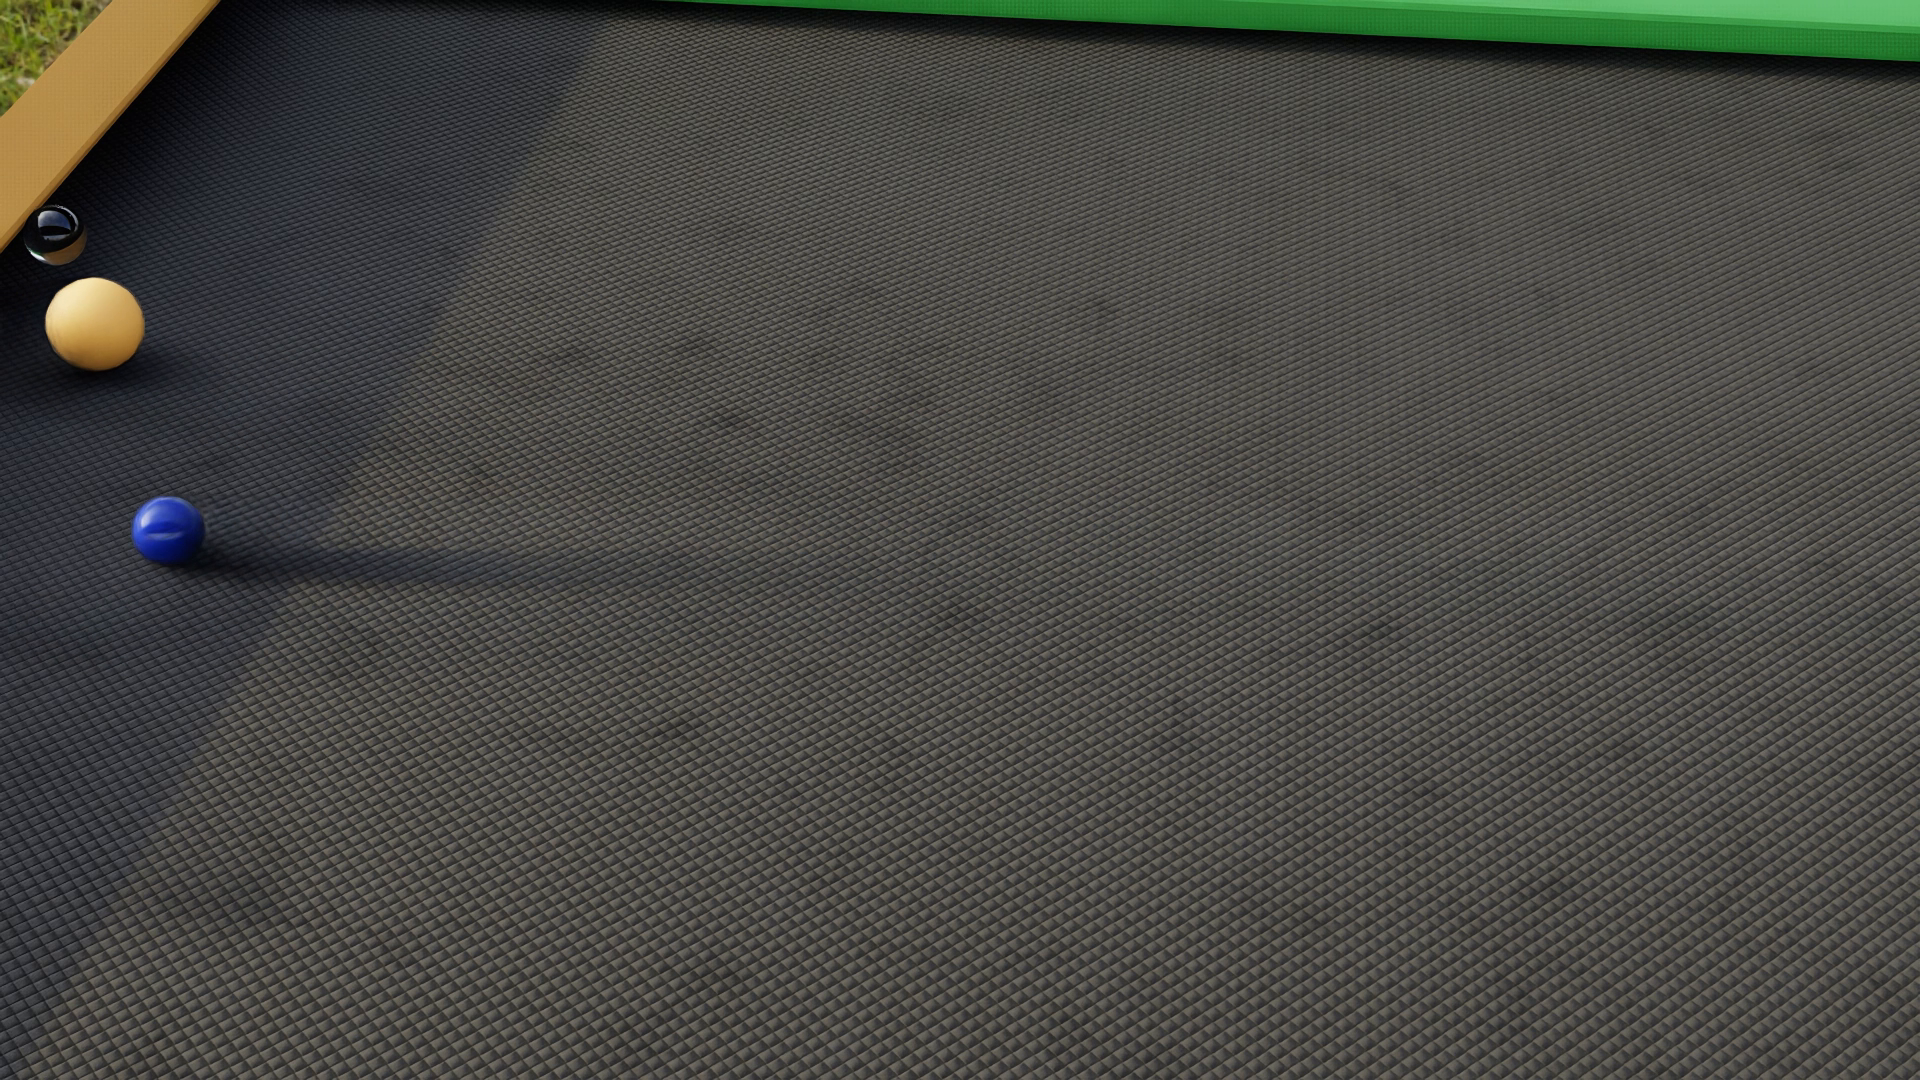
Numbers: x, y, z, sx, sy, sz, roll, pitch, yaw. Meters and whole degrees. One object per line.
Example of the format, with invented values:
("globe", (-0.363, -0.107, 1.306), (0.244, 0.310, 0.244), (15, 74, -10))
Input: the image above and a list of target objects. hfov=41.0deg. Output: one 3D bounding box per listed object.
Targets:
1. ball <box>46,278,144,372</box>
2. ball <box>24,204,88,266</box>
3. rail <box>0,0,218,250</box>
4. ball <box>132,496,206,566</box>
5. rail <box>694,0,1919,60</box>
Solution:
("ball", (-0.691, -0.172, 2.048), (0.074, 0.074, 0.074), (0, 35, 0))
("ball", (-0.774, -0.261, 2.193), (0.052, 0.052, 0.052), (0, 35, 0))
("rail", (-0.853, -0.076, 1.888), (0.045, 0.102, 1.938), (4, 35, 5))
("ball", (-0.566, -0.007, 1.836), (0.049, 0.049, 0.049), (0, 35, 0))
("rail", (0.987, -0.501, 2.488), (3.529, 0.102, 0.045), (4, 35, 5))
